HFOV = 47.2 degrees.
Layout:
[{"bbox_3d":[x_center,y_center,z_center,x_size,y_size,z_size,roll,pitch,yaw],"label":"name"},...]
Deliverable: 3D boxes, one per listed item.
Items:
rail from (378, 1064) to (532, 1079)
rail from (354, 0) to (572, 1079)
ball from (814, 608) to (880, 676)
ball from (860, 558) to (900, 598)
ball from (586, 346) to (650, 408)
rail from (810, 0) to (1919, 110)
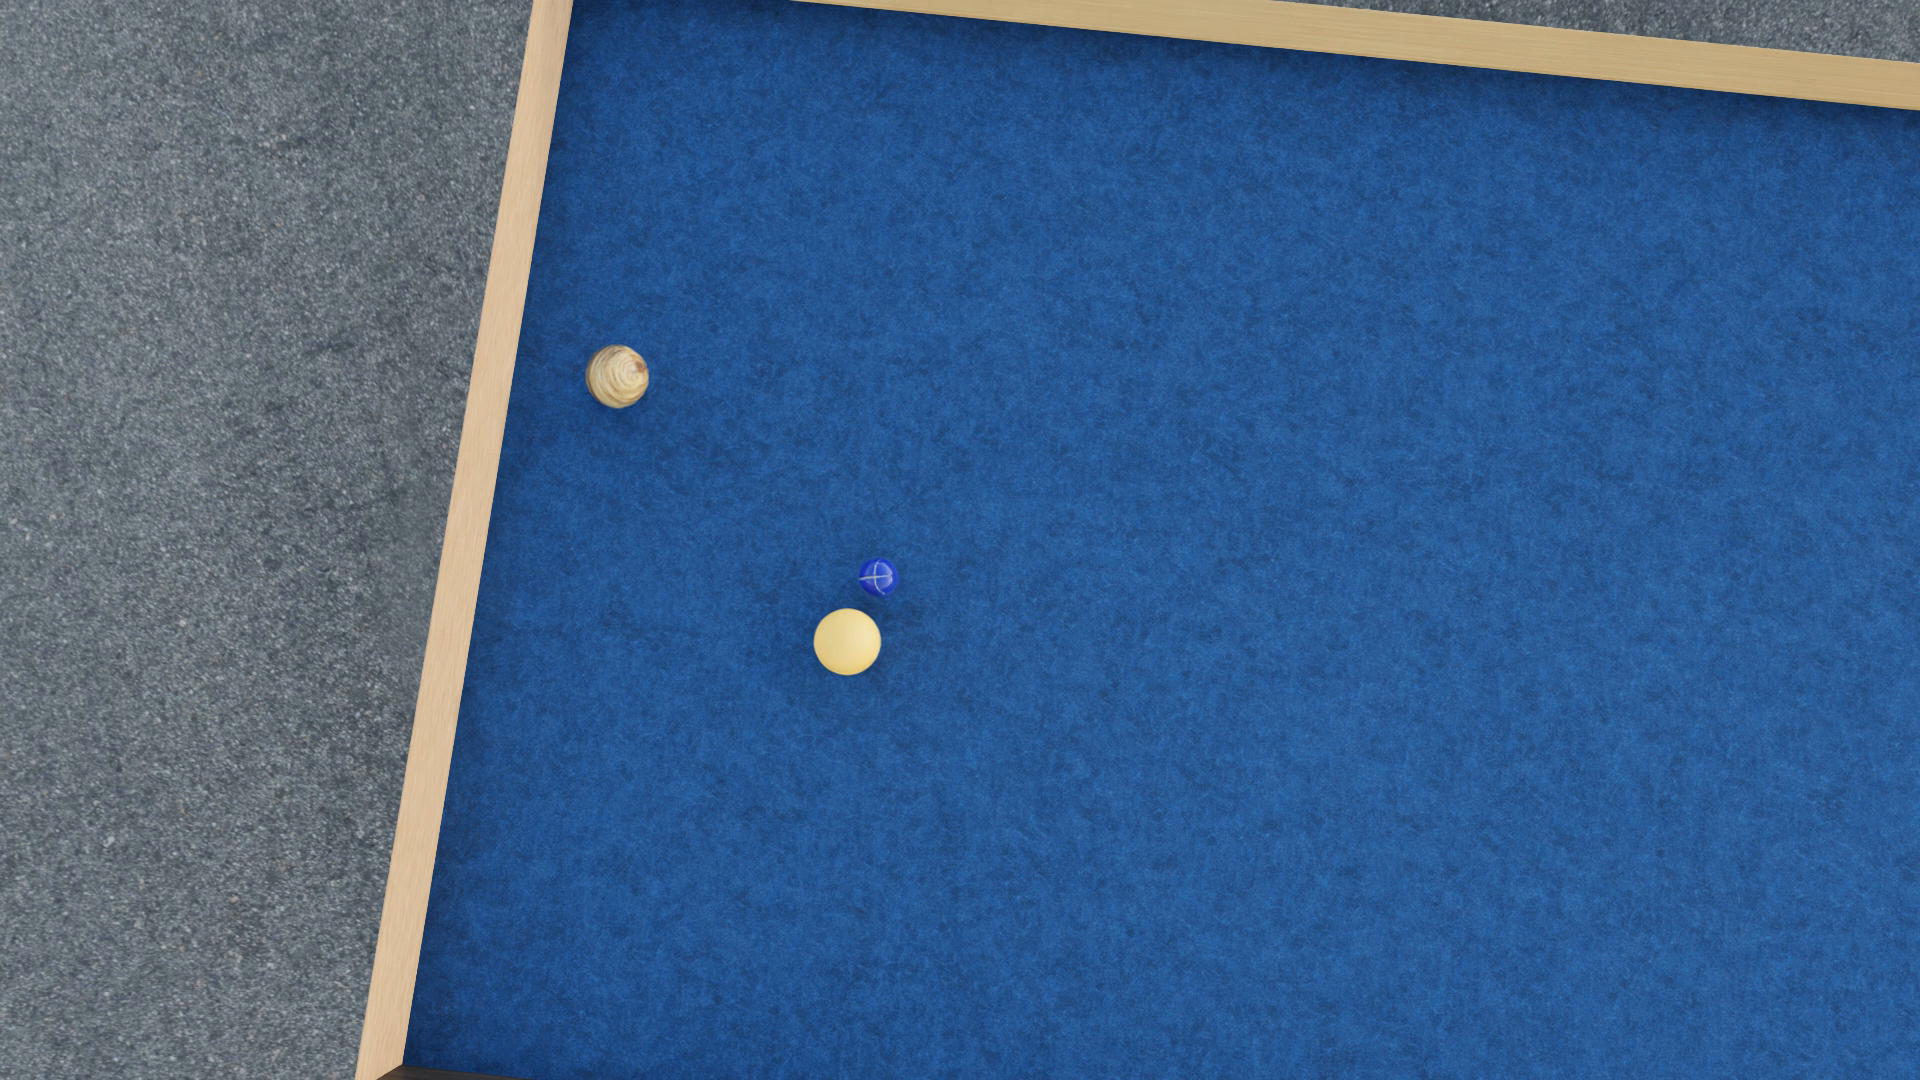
[{"bbox_3d":[0.656,0.915,3.075,3.008,0.129,0.045,6,77,1],"label":"rail"},{"bbox_3d":[-0.724,-0.079,3.313,0.045,0.129,1.788,6,77,1],"label":"rail"},{"bbox_3d":[-0.167,0.151,3.274,0.099,0.099,0.099,0,77,0],"label":"ball"},{"bbox_3d":[-0.122,0.057,3.317,0.060,0.060,0.060,0,77,0],"label":"ball"},{"bbox_3d":[-0.525,-0.250,3.372,0.096,0.096,0.096,0,77,0],"label":"ball"},{"bbox_3d":[0.840,-0.768,3.478,3.008,0.129,0.045,6,77,1],"label":"rail"}]
